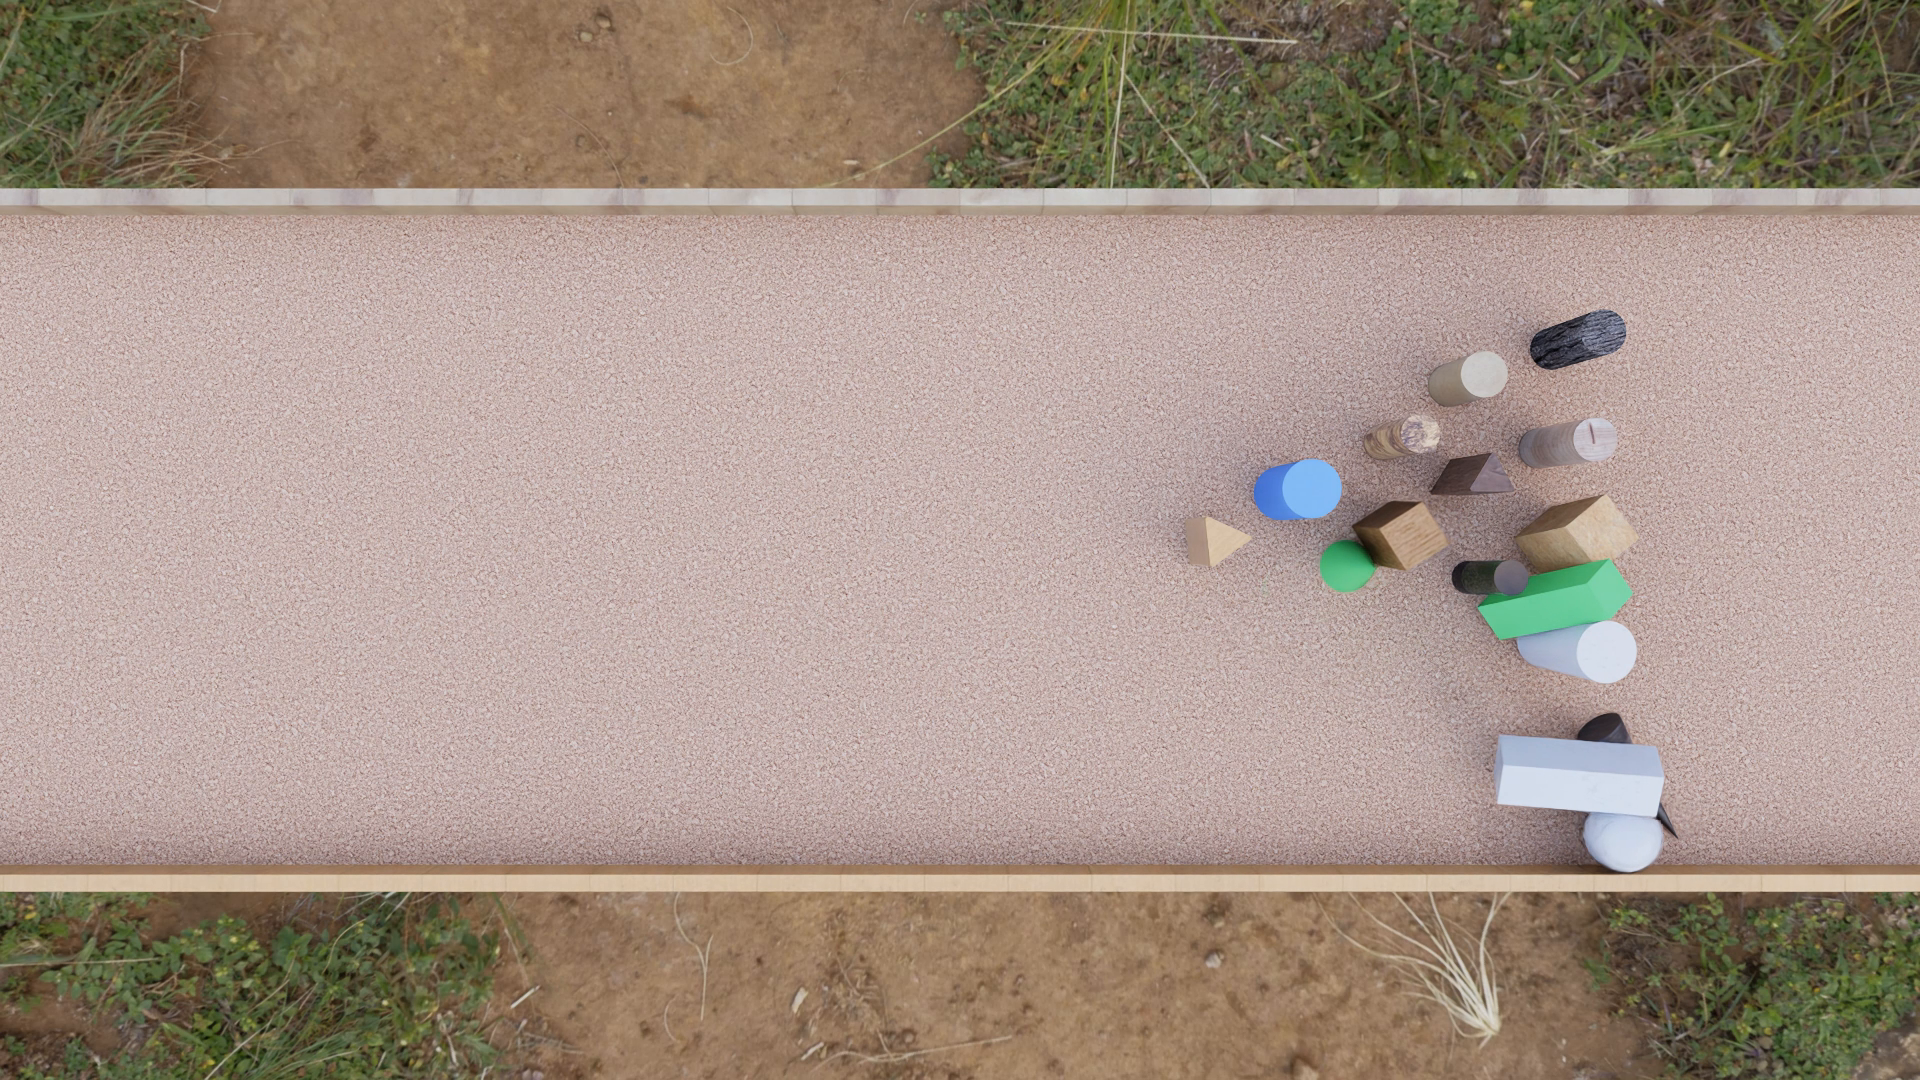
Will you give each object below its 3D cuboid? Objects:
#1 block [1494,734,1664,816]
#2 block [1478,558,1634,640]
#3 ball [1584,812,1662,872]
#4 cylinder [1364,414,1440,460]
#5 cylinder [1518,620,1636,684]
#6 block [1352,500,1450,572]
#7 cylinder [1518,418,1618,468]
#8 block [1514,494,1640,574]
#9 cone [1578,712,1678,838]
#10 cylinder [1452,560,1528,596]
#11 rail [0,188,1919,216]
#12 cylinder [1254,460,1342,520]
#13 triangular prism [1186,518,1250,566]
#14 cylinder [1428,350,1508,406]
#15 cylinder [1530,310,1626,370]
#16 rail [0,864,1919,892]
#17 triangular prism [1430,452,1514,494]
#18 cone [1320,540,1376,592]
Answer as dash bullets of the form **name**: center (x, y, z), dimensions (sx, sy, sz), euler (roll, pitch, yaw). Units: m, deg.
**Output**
- **block**: center (1.845, 0.704, 4.935), dimensions (0.450, 0.148, 0.148), euler (3, 122, 11)
- **block**: center (1.741, 0.178, 4.846), dimensions (0.124, 0.442, 0.124), euler (-39, 97, -26)
- **ball**: center (1.995, 0.890, 4.967), dimensions (0.219, 0.219, 0.219), euler (0, 90, 0)
- **cylinder**: center (1.297, -0.300, 4.861), dimensions (0.110, 0.432, 0.110), euler (0, 90, 0)
- **cylinder**: center (1.816, 0.311, 4.873), dimensions (0.178, 0.392, 0.178), euler (0, 92, -6)
- **block**: center (1.295, -0.016, 4.869), dimensions (0.143, 0.408, 0.143), euler (-33, 90, 3)
- **cylinder**: center (1.780, -0.282, 4.849), dimensions (0.124, 0.456, 0.124), euler (0, 90, 0)
- **block**: center (1.827, -0.006, 4.902), dimensions (0.161, 0.327, 0.161), euler (-37, 90, -9)
- **cone**: center (2.077, 0.748, 5.041), dimensions (0.144, 0.144, 0.455), euler (-38, 99, 0)
- **cylinder**: center (1.571, 0.112, 4.899), dimensions (0.102, 0.349, 0.102), euler (0, 89, -3)
- **rail**: center (-2.247, -1.025, 5.002), dimensions (12.000, 0.150, 0.050), euler (0, 90, 0)
- **cylinder**: center (0.987, -0.144, 4.850), dimensions (0.166, 0.453, 0.166), euler (0, 90, 0)
- **triangular prism**: center (0.731, -0.015, 4.865), dimensions (0.139, 0.424, 0.121), euler (-36, 90, 0)
- **cylinder**: center (1.507, -0.477, 4.908), dimensions (0.134, 0.337, 0.134), euler (0, 90, 0)
- **cylinder**: center (1.819, -0.588, 4.869), dimensions (0.129, 0.415, 0.129), euler (0, 90, 0)
- **rail**: center (-2.247, 1.025, 5.001), dimensions (12.000, 0.150, 0.050), euler (0, 90, 0)
- **triangular prism**: center (1.512, -0.195, 4.878), dimensions (0.125, 0.397, 0.108), euler (1, 90, 0)
- **cone**: center (1.187, 0.082, 4.886), dimensions (0.161, 0.379, 0.161), euler (0, 90, 0)
